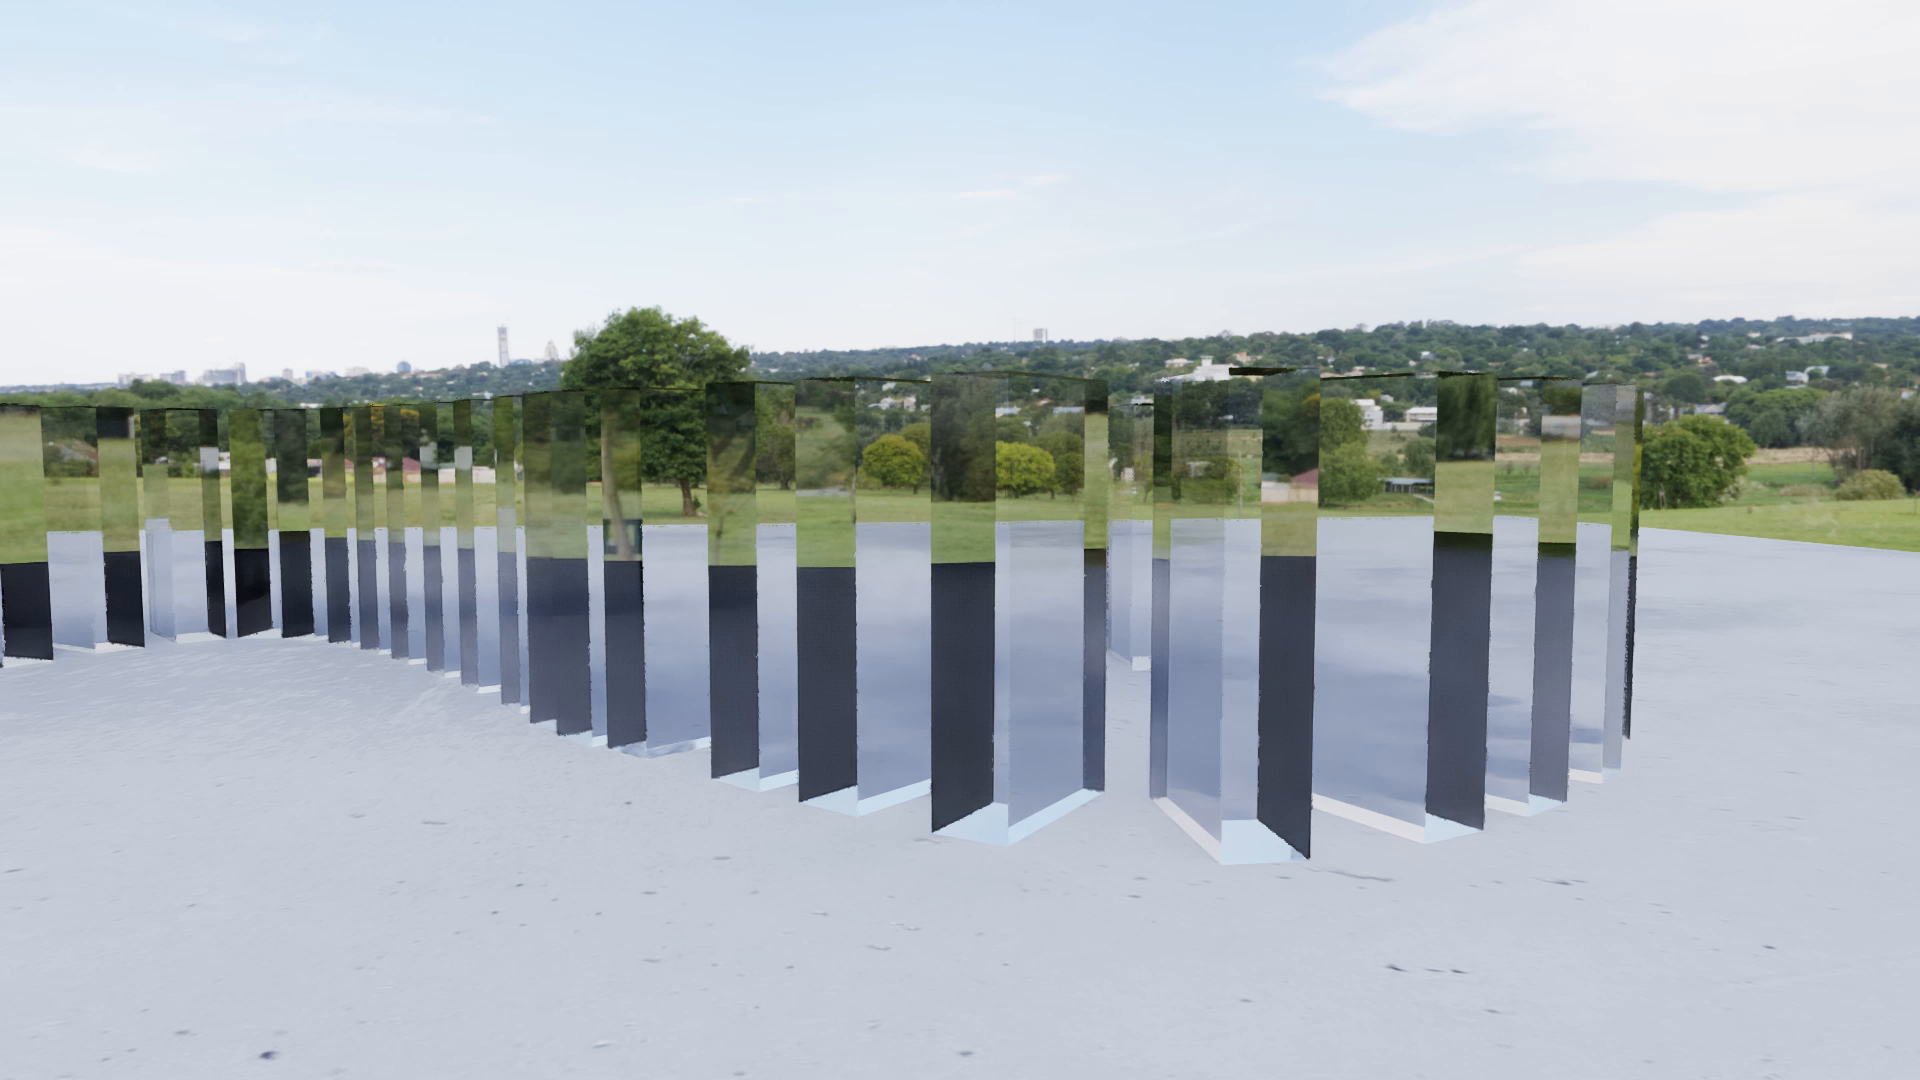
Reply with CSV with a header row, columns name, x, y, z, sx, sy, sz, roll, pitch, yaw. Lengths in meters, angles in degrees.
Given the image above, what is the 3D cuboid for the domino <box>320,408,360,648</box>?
name,x,y,z,sx,sy,sz,roll,pitch,yaw
domino,-0.124,-0.003,0.279,0.010,0.050,0.025,3,5,37

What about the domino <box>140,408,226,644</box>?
name,x,y,z,sx,sy,sz,roll,pitch,yaw
domino,-0.172,-0.004,0.284,0.010,0.050,0.025,-4,6,-43

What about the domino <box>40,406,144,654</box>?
name,x,y,z,sx,sy,sz,roll,pitch,yaw
domino,-0.184,-0.003,0.268,0.025,0.050,0.010,2,5,30

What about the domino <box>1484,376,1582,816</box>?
name,x,y,z,sx,sy,sz,roll,pitch,yaw
domino,0.061,0.006,0.157,0.009,0.050,0.025,-4,6,-40

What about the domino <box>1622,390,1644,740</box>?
name,x,y,z,sx,sy,sz,roll,pitch,yaw
domino,0.085,0.003,0.190,0.025,0.050,0.010,1,4,12

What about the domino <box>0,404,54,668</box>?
name,x,y,z,sx,sy,sz,roll,pitch,yaw
domino,-0.192,-0.001,0.250,0.025,0.050,0.009,2,5,20

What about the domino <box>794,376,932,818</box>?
name,x,y,z,sx,sy,sz,roll,pitch,yaw
domino,-0.008,0.006,0.157,0.010,0.050,0.025,3,5,38

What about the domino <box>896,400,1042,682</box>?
name,x,y,z,sx,sy,sz,roll,pitch,yaw
domino,0.002,0.000,0.237,0.025,0.050,0.009,2,5,26

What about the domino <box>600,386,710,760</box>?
name,x,y,z,sx,sy,sz,roll,pitch,yaw
domino,-0.037,0.004,0.183,0.009,0.050,0.025,4,6,42

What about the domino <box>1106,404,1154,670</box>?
name,x,y,z,sx,sy,sz,roll,pitch,yaw
domino,0.036,-0.001,0.252,0.009,0.050,0.025,0,4,-6

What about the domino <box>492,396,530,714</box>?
name,x,y,z,sx,sy,sz,roll,pitch,yaw
domino,-0.062,0.002,0.212,0.025,0.050,0.010,-3,5,-37

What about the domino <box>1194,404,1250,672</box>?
name,x,y,z,sx,sy,sz,roll,pitch,yaw
domino,0.051,-0.001,0.252,0.009,0.050,0.025,1,4,11

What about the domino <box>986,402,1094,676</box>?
name,x,y,z,sx,sy,sz,roll,pitch,yaw
domino,0.015,-0.001,0.247,0.010,0.050,0.025,-2,5,-25

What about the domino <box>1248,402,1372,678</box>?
name,x,y,z,sx,sy,sz,roll,pitch,yaw
domino,0.066,-0.001,0.242,0.025,0.050,0.010,-4,6,-41

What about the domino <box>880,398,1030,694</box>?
name,x,y,z,sx,sy,sz,roll,pitch,yaw
domino,-0.001,0.001,0.222,0.025,0.050,0.009,0,4,2

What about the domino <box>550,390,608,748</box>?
name,x,y,z,sx,sy,sz,roll,pitch,yaw
domino,-0.047,0.003,0.191,0.009,0.050,0.025,4,6,43

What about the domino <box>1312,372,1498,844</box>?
name,x,y,z,sx,sy,sz,roll,pitch,yaw
domino,0.047,0.006,0.148,0.010,0.050,0.025,-3,5,-30

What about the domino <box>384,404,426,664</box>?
name,x,y,z,sx,sy,sz,roll,pitch,yaw
domino,-0.100,-0.002,0.257,0.025,0.050,0.010,-4,6,-43

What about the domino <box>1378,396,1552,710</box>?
name,x,y,z,sx,sy,sz,roll,pitch,yaw
domino,0.083,0.002,0.212,0.025,0.050,0.009,-1,5,-18

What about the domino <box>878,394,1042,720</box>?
name,x,y,z,sx,sy,sz,roll,pitch,yaw
domino,0.000,0.002,0.201,0.025,0.050,0.010,0,4,0

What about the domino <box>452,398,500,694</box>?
name,x,y,z,sx,sy,sz,roll,pitch,yaw
domino,-0.075,0.000,0.228,0.025,0.050,0.010,-3,5,-38

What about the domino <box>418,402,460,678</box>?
name,x,y,z,sx,sy,sz,roll,pitch,yaw
domino,-0.087,-0.001,0.243,0.025,0.050,0.010,-4,6,-41

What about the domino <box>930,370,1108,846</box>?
name,x,y,z,sx,sy,sz,roll,pitch,yaw
domino,0.007,0.007,0.147,0.009,0.050,0.025,3,5,30

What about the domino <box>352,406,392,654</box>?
name,x,y,z,sx,sy,sz,roll,pitch,yaw
domino,-0.112,-0.003,0.269,0.010,0.050,0.025,4,6,44

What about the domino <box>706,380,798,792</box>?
name,x,y,z,sx,sy,sz,roll,pitch,yaw
domino,-0.020,0.005,0.167,0.010,0.050,0.025,4,6,41

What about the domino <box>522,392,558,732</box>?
name,x,y,z,sx,sy,sz,roll,pitch,yaw
domino,-0.053,0.003,0.199,0.025,0.050,0.010,-4,6,-45

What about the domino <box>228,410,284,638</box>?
name,x,y,z,sx,sy,sz,roll,pitch,yaw
domino,-0.154,-0.004,0.292,0.010,0.050,0.025,0,4,-1

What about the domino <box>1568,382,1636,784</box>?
name,x,y,z,sx,sy,sz,roll,pitch,yaw
domino,0.074,0.005,0.170,0.025,0.050,0.010,4,6,40

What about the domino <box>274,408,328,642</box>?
name,x,y,z,sx,sy,sz,roll,pitch,yaw
domino,-0.139,-0.004,0.288,0.009,0.050,0.025,2,5,24

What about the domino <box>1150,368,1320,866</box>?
name,x,y,z,sx,sy,sz,roll,pitch,yaw
domino,0.029,0.007,0.141,0.009,0.050,0.025,-1,4,-8

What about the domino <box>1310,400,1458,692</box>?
name,x,y,z,sx,sy,sz,roll,pitch,yaw
domino,0.076,0.000,0.229,0.025,0.050,0.010,-2,5,-29
